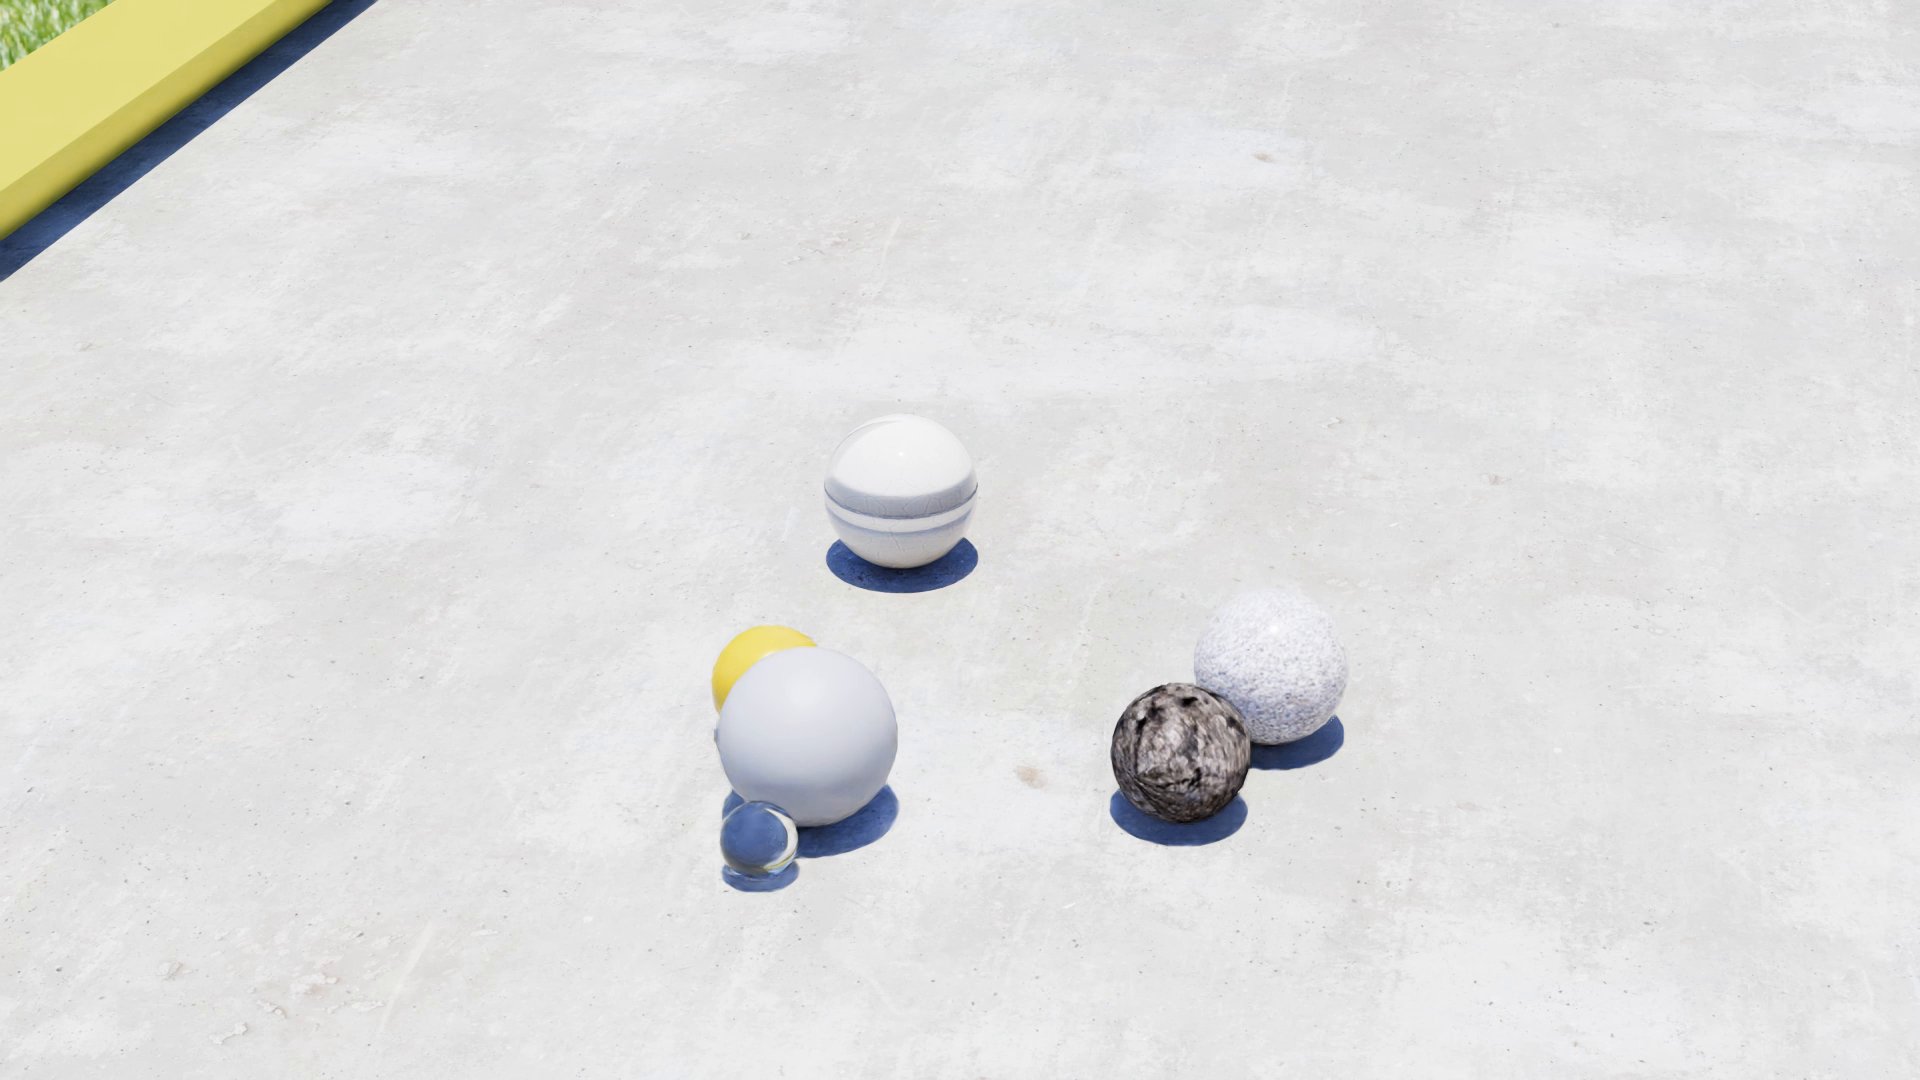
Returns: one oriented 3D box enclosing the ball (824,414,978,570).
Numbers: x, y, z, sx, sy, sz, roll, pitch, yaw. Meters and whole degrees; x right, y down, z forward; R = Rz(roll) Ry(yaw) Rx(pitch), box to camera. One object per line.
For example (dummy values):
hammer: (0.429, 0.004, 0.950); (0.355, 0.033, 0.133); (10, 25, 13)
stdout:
ball: (-0.036, -0.030, 1.798); (0.095, 0.095, 0.095); (0, 27, 0)

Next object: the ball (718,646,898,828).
ball: (-0.080, 0.103, 1.542); (0.095, 0.095, 0.095); (0, 27, 0)

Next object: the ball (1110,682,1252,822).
ball: (0.116, 0.112, 1.548); (0.074, 0.074, 0.074); (0, 27, 0)

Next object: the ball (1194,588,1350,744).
ball: (0.171, 0.069, 1.617); (0.086, 0.086, 0.086); (0, 27, 0)

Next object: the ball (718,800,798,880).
ball: (-0.103, 0.153, 1.504); (0.040, 0.040, 0.040); (0, 27, 0)

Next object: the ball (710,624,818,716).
ball: (-0.104, 0.080, 1.618); (0.067, 0.067, 0.067); (0, 27, 0)

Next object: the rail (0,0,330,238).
rail: (-0.638, -0.474, 2.624); (0.045, 0.123, 3.298); (6, 28, 11)
